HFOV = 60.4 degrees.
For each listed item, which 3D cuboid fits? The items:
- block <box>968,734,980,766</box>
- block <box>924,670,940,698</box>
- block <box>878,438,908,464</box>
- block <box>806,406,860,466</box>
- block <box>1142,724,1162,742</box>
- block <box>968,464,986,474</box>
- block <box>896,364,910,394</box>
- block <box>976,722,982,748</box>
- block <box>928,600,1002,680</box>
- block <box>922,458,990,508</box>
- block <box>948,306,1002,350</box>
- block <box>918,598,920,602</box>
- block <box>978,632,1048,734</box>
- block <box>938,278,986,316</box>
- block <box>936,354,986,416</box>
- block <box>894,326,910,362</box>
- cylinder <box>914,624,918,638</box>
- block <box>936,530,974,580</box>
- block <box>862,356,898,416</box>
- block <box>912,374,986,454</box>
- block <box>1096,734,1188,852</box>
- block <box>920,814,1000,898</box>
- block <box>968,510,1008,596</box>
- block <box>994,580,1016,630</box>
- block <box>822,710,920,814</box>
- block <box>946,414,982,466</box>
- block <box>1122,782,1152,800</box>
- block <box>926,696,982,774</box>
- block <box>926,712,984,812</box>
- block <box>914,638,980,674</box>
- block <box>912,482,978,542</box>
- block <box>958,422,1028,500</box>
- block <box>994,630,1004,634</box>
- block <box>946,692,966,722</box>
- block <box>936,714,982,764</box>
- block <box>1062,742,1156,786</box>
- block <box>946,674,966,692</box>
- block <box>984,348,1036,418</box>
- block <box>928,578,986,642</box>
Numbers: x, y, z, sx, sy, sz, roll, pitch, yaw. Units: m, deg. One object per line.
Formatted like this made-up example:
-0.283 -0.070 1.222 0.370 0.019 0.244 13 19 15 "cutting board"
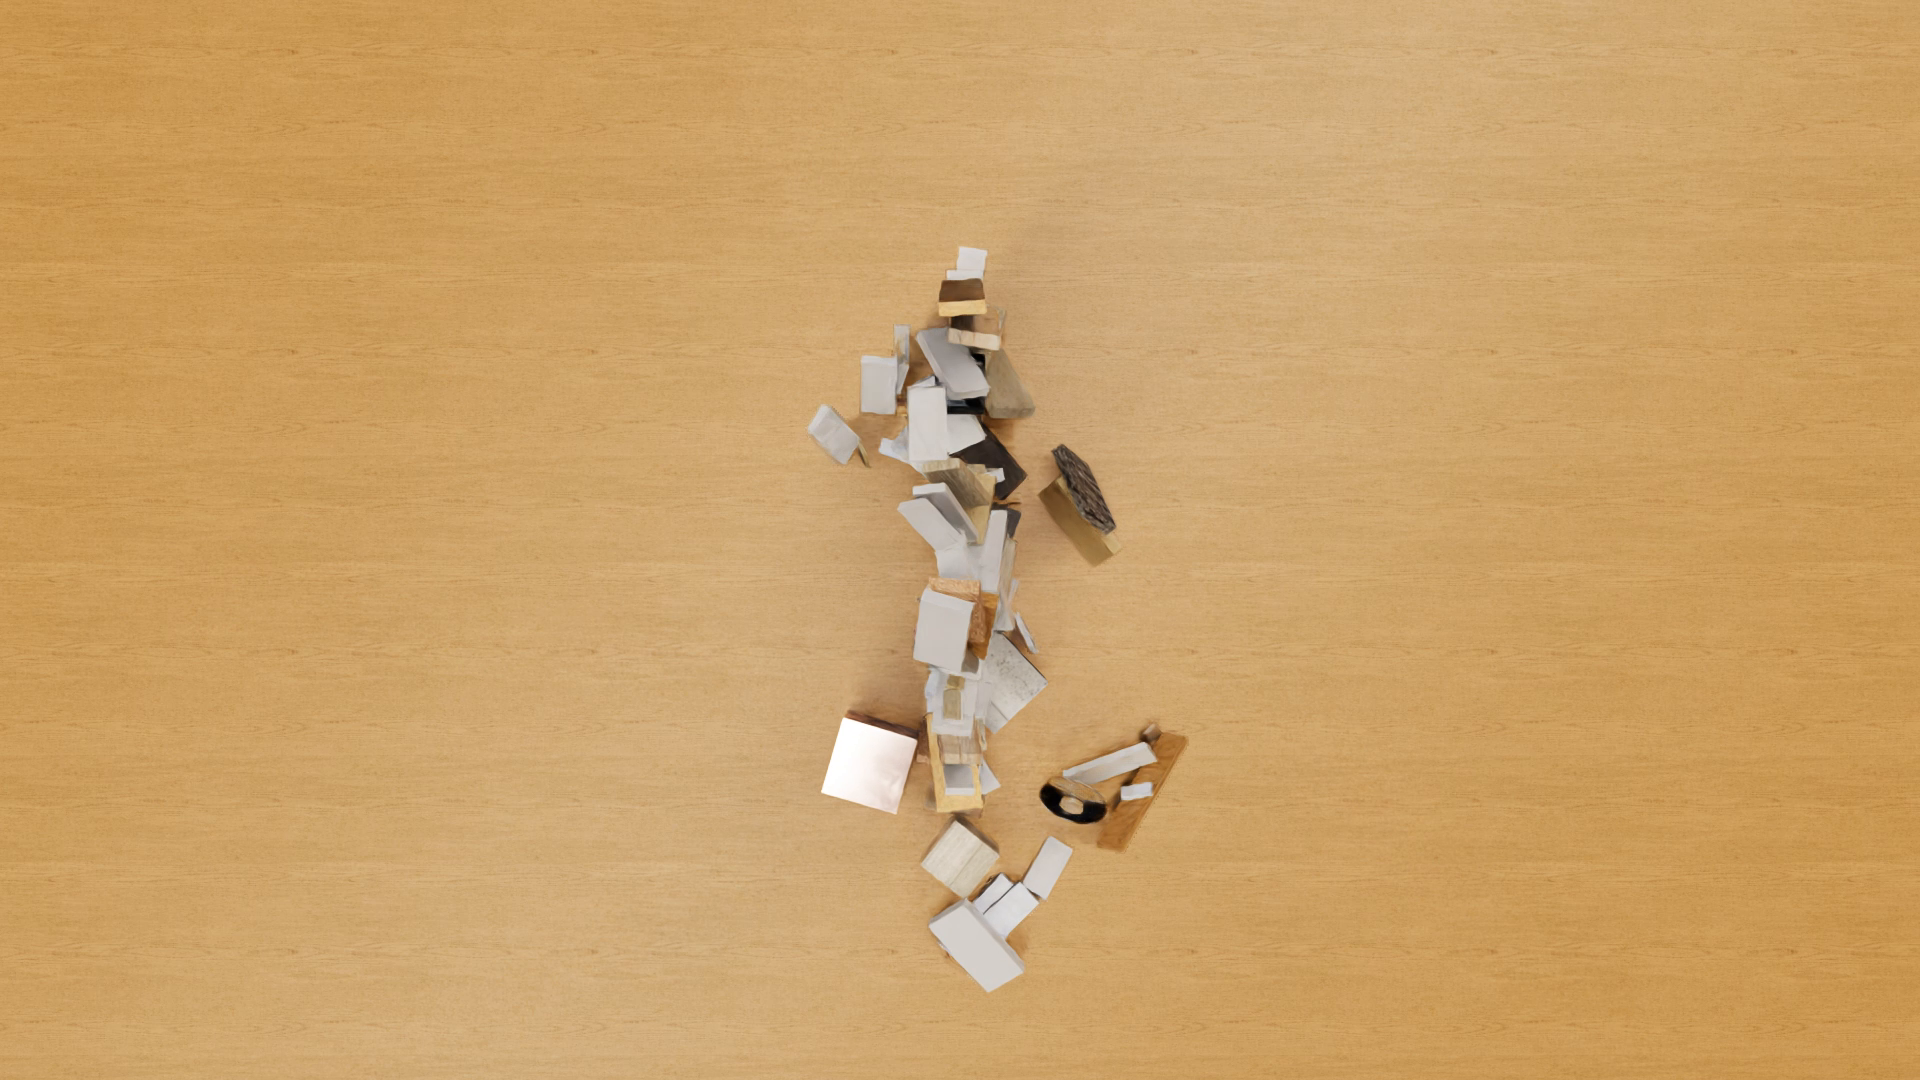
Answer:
0.005 0.628 4.988 0.089 0.177 0.025 7 107 4 "block"
-0.020 0.387 5.132 0.121 0.034 0.241 14 61 6 "block"
-0.188 -0.288 5.470 0.162 0.015 0.051 19 83 -14 "block"
-0.400 -0.329 5.215 0.029 0.202 0.101 21 75 37 "block"
0.637 0.638 5.452 0.050 0.100 0.014 -42 62 1 "block"
0.028 -0.131 4.914 0.101 0.029 0.202 -4 60 4 "block"
-0.203 -0.515 5.222 0.058 0.115 0.016 13 45 -9 "block"
0.005 0.564 5.132 0.092 0.026 0.184 -13 77 -3 "block"
0.012 0.284 4.918 0.162 0.046 0.323 13 135 -1 "block"
-0.008 -0.157 4.652 0.109 0.258 0.031 -7 65 19 "block"
0.042 -0.659 5.031 0.149 0.613 0.042 9 105 -2 "block"
-0.092 0.219 5.311 0.053 0.015 0.105 -23 49 -8 "block"
0.114 0.452 5.381 0.239 0.239 0.239 -43 90 0 "block"
0.006 -0.724 4.884 0.128 0.912 0.036 -4 103 1 "block"
0.001 -0.485 5.141 0.152 0.152 0.152 1 110 0 "block"
-0.184 -0.620 5.212 0.016 0.058 0.115 -2 96 -39 "block"
-0.071 0.324 5.412 0.142 0.142 0.142 -2 76 9 "cylinder"
-0.016 0.071 4.587 0.092 0.026 0.184 -19 72 30 "block"
-0.255 -0.488 5.217 0.109 0.219 0.031 6 50 1 "block"
-0.034 -0.413 5.284 0.128 0.036 0.256 -22 107 23 "block"
0.589 0.808 5.311 0.089 0.501 0.025 5 130 35 "block"
0.001 1.033 5.408 0.184 0.184 0.184 38 90 0 "block"
0.045 0.043 4.827 0.162 0.340 0.046 1 134 8 "block"
0.074 0.181 4.912 0.133 0.265 0.038 1 56 15 "block"
-0.288 0.720 5.377 0.247 0.247 0.247 16 90 0 "block"
0.014 -0.305 5.400 0.117 0.033 0.422 -2 90 11 "block"
0.568 0.806 5.289 0.100 0.050 0.014 -11 123 14 "block"
-0.020 0.604 5.227 0.143 0.041 0.286 -7 93 3 "block"
-0.017 0.693 5.192 0.143 0.041 0.311 -7 94 3 "block"
-0.037 0.333 4.793 0.140 0.280 0.040 8 76 13 "block"
-0.037 -0.072 4.652 0.092 0.339 0.026 -6 65 15 "block"
0.102 -0.255 5.323 0.117 0.033 0.234 -44 75 19 "block"
0.064 0.173 5.277 0.134 0.447 0.038 9 113 -6 "block"
-0.011 0.499 4.956 0.050 0.014 0.101 7 46 2 "block"
-0.008 0.586 4.971 0.121 0.254 0.034 1 117 -6 "block"
0.489 0.739 5.390 0.298 0.092 0.026 -22 47 16 "block"
-0.009 0.418 5.021 0.050 0.101 0.014 15 128 1 "block"
0.120 -0.513 5.360 0.149 0.042 0.298 -4 48 -26 "block"
-0.006 0.195 4.570 0.140 0.280 0.040 4 59 8 "block"
